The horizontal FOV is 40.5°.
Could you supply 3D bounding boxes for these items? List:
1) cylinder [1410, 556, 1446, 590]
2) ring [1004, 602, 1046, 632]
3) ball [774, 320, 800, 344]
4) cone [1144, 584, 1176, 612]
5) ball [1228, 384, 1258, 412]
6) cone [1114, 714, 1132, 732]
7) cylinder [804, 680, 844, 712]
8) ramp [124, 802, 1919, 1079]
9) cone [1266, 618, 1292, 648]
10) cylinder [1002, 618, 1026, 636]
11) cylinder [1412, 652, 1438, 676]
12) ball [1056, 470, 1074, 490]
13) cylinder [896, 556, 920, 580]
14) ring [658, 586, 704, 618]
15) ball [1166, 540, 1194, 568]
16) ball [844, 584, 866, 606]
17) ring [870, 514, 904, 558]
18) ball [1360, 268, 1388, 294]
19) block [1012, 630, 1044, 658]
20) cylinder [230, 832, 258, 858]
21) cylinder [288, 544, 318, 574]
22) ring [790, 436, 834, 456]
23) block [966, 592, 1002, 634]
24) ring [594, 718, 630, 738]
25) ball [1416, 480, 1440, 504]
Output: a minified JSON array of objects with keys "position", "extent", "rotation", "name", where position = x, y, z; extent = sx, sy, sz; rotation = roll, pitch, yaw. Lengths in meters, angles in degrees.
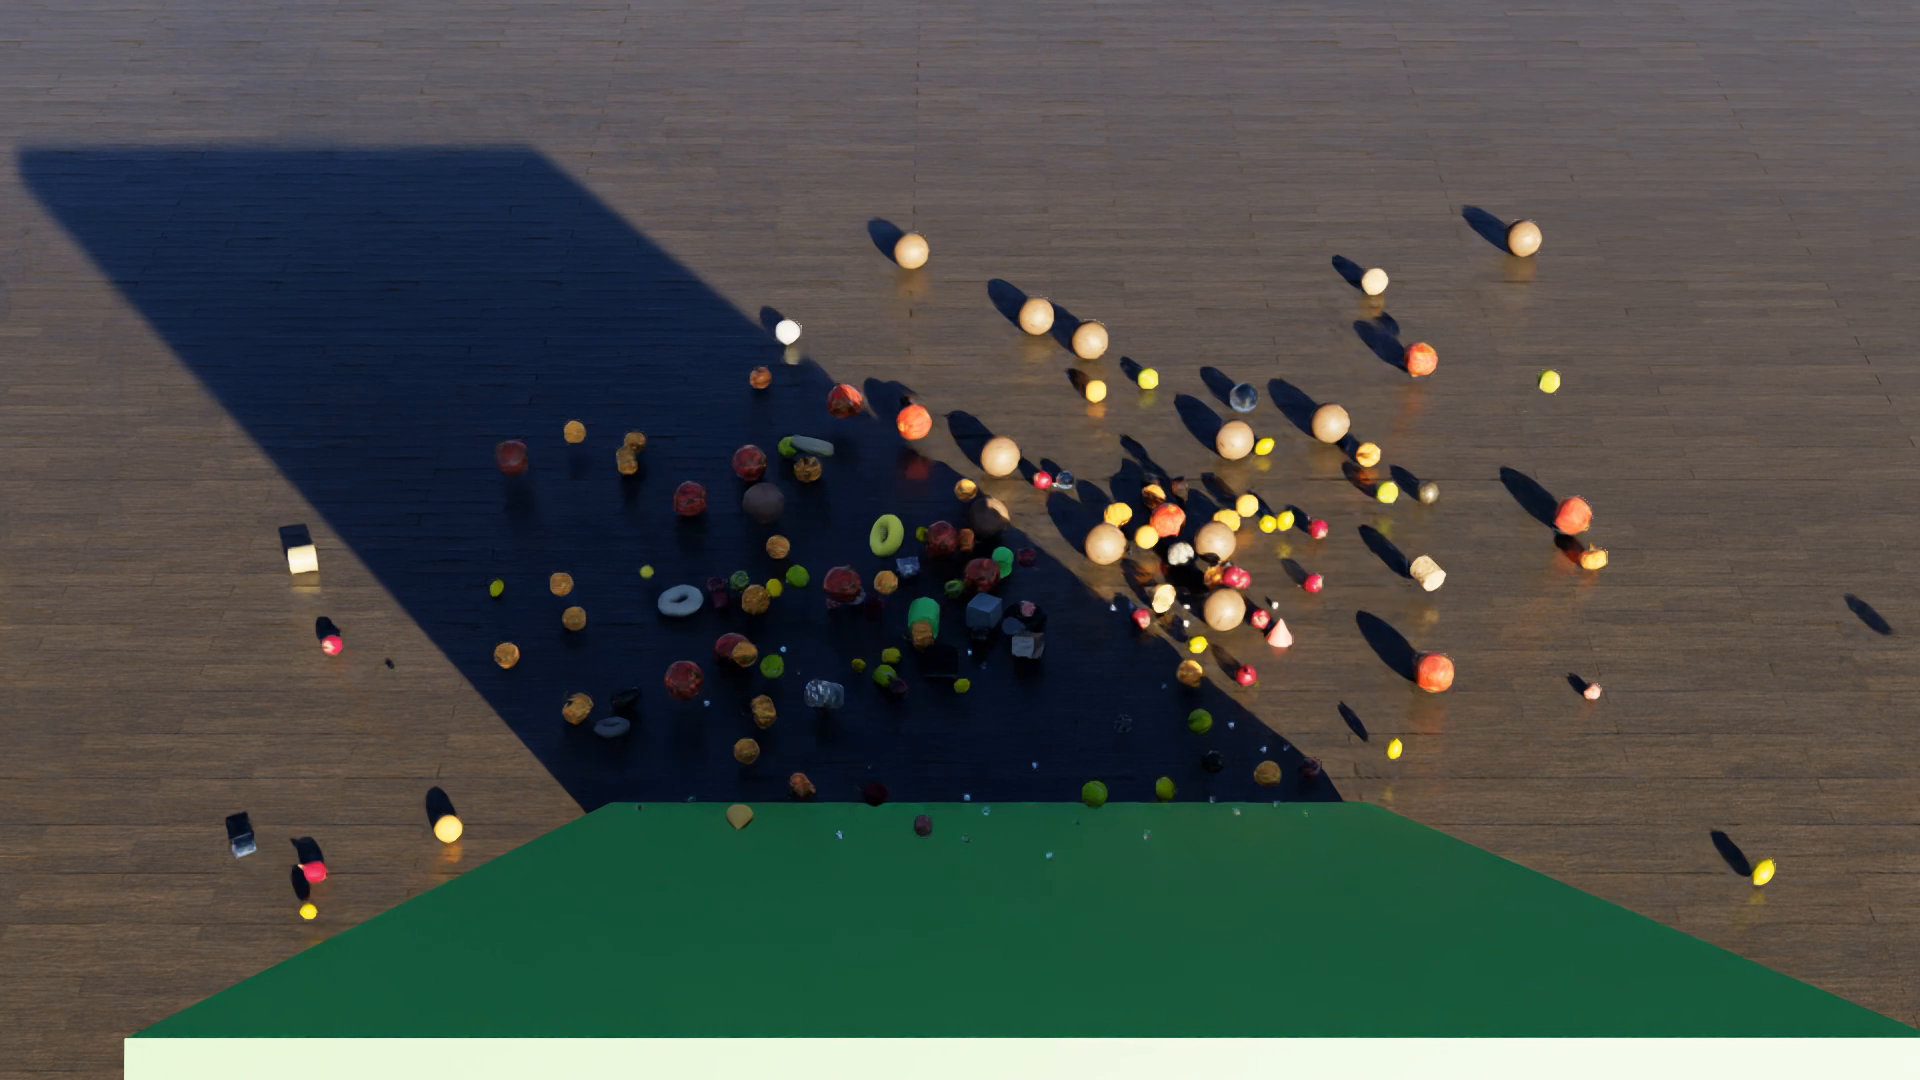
[{"position":[1.384,0.098,7.693],"extent":[0.074,0.074,0.074],"rotation":[-17,43,-22],"name":"cylinder"},{"position":[0.189,0.225,7.617],"extent":[0.125,0.042,0.125],"rotation":[-1,36,1],"name":"ring"},{"position":[-0.591,-0.712,8.885],"extent":[0.085,0.085,0.085],"rotation":[0,36,0],"name":"ball"},{"position":[0.572,0.156,7.673],"extent":[0.090,0.090,0.090],"rotation":[-26,36,-31],"name":"cone"},{"position":[0.932,-0.466,8.532],"extent":[0.097,0.097,0.097],"rotation":[0,36,0],"name":"ball"},{"position":[0.455,0.513,7.215],"extent":[0.054,0.054,0.054],"rotation":[-2,76,7],"name":"cone"},{"position":[-0.378,0.434,7.252],"extent":[0.080,0.080,0.080],"rotation":[14,20,-43],"name":"cylinder"},{"position":[0.079,0.671,4.864],"extent":[2.000,0.100,4.000],"rotation":[0,-2,0],"name":"ramp"},{"position":[0.929,0.257,7.541],"extent":[0.077,0.077,0.077],"rotation":[0,36,0],"name":"cone"},{"position":[0.156,0.255,7.540],"extent":[0.053,0.053,0.053],"rotation":[23,-1,28],"name":"cylinder"},{"position":[1.324,0.354,7.399],"extent":[0.059,0.059,0.059],"rotation":[-6,12,-8],"name":"cylinder"},{"position":[0.331,-0.188,8.177],"extent":[0.059,0.059,0.059],"rotation":[0,36,0],"name":"ball"},{"position":[-0.157,0.083,7.796],"extent":[0.061,0.061,0.061],"rotation":[-10,37,-13],"name":"cylinder"},{"position":[-0.824,0.181,7.668],"extent":[0.136,0.045,0.136],"rotation":[-6,32,4],"name":"ring"},{"position":[0.665,0.045,7.830],"extent":[0.085,0.085,0.085],"rotation":[0,36,0],"name":"ball"},{"position":[-0.312,0.162,7.686],"extent":[0.062,0.062,0.062],"rotation":[0,36,0],"name":"ball"},{"position":[-0.222,-0.012,7.850],"extent":[0.046,0.138,0.138],"rotation":[15,24,-37],"name":"ring"},{"position":[1.458,-0.912,9.155],"extent":[0.094,0.094,0.094],"rotation":[0,36,0],"name":"ball"},{"position":[0.195,0.299,7.461],"extent":[0.067,0.067,0.067],"rotation":[8,5,27],"name":"block"},{"position":[-1.876,0.799,6.804],"extent":[0.054,0.054,0.054],"rotation":[-20,40,-27],"name":"cylinder"},{"position":[-1.975,0.056,7.815],"extent":[0.080,0.080,0.080],"rotation":[-10,37,-11],"name":"cylinder"},{"position":[-0.465,-0.295,8.161],"extent":[0.143,0.048,0.143],"rotation":[13,3,-1],"name":"ring"},{"position":[0.071,0.212,7.605],"extent":[0.076,0.076,0.076],"rotation":[18,39,23],"name":"block"},{"position":[-0.962,0.519,7.194],"extent":[0.101,0.034,0.101],"rotation":[-4,17,1],"name":"ring"},{"position":[1.459,-0.149,8.110],"extent":[0.073,0.073,0.073],"rotation":[0,36,0],"name":"ball"}]
